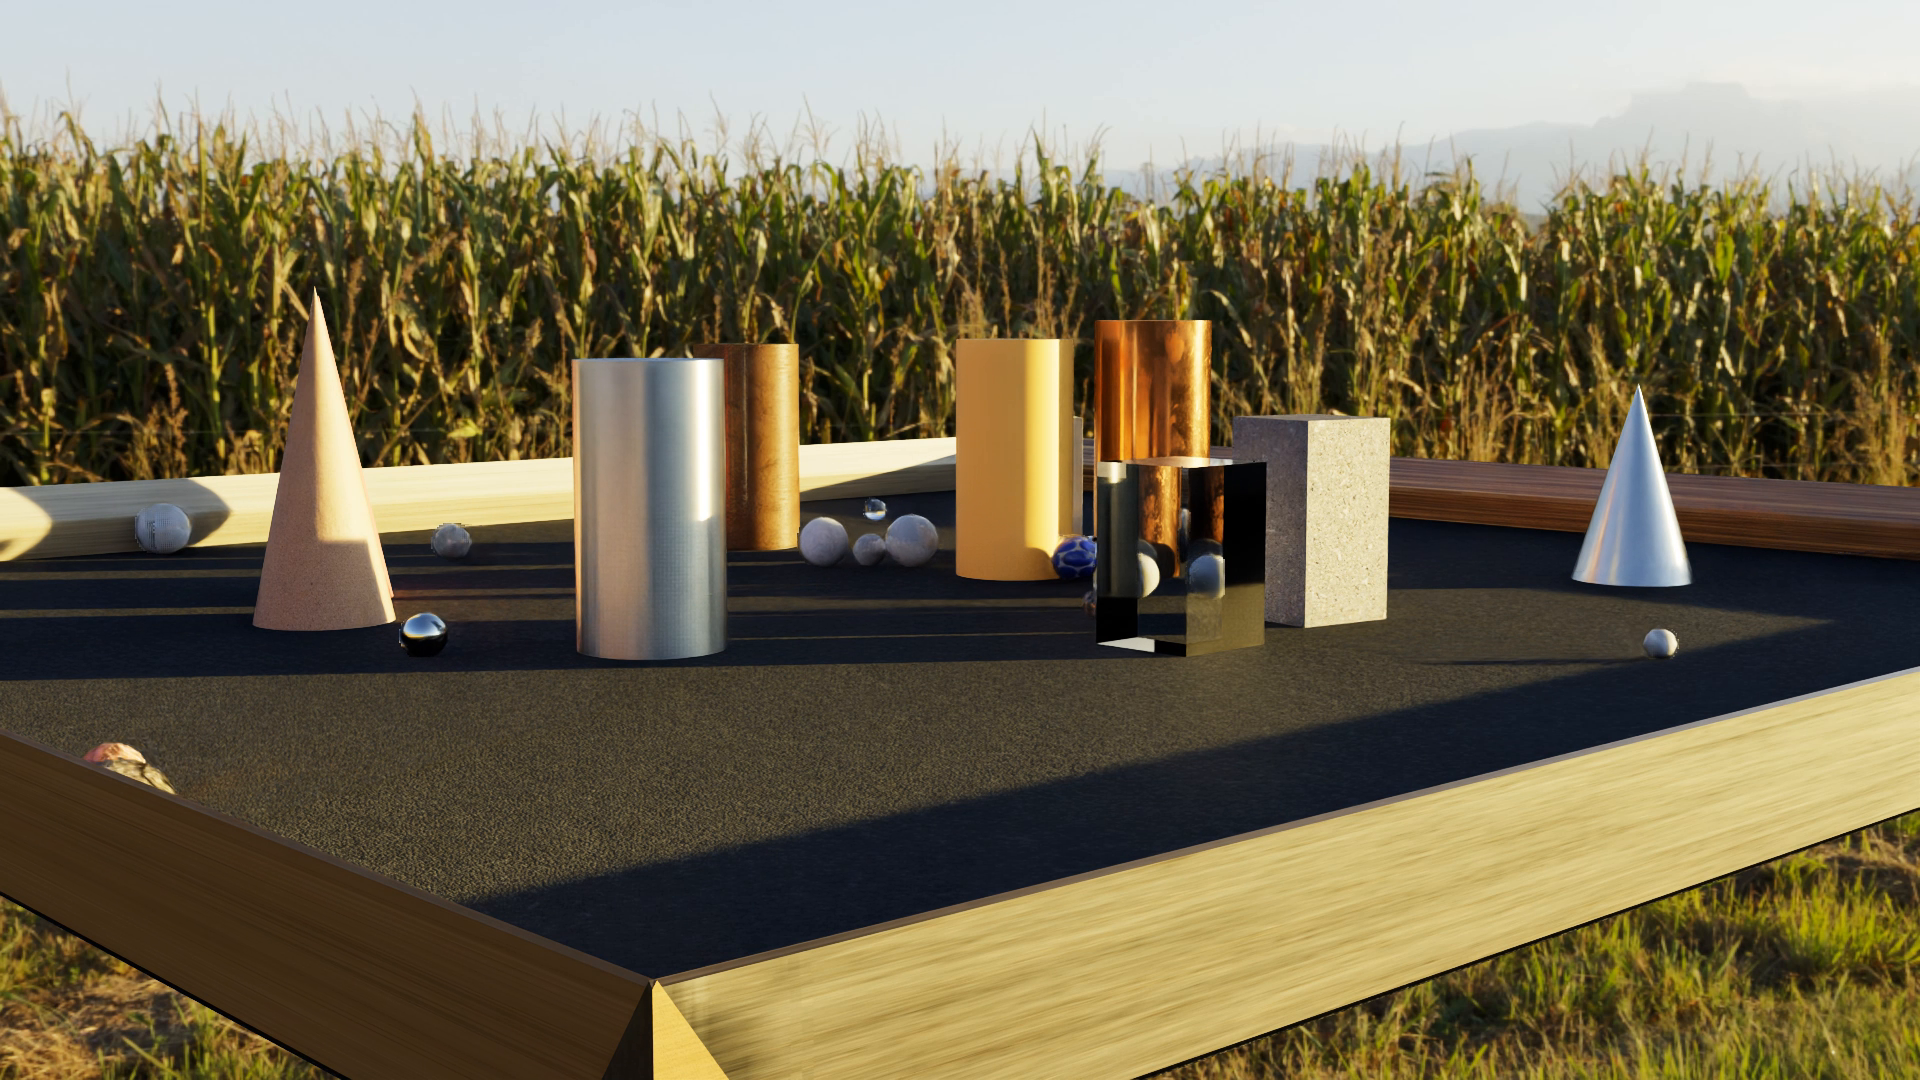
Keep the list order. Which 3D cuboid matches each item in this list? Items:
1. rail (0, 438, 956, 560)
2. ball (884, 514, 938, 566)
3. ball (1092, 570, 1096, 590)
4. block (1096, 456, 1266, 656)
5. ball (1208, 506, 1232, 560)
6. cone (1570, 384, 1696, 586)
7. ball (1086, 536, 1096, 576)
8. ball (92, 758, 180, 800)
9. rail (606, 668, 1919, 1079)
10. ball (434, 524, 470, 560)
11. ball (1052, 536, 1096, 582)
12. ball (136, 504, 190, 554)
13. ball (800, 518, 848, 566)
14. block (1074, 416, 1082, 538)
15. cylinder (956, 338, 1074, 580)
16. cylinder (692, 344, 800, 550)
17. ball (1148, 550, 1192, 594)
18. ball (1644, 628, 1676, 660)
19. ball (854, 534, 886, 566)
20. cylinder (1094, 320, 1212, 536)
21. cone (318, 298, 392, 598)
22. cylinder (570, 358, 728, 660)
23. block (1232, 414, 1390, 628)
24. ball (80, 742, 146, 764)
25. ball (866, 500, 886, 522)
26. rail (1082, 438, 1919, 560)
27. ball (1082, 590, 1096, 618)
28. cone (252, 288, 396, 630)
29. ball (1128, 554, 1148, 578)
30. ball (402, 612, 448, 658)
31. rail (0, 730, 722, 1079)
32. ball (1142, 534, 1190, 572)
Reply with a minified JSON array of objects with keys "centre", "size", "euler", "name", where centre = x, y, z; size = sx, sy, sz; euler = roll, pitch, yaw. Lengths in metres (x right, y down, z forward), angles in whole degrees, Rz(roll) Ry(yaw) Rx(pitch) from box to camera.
[{"centre":[-1.067,-0.086,4.482],"size":[3.339,0.129,0.045],"euler":[-5,8,-42],"name":"rail"},{"centre":[-0.085,0.001,3.835],"size":[0.092,0.092,0.092],"euler":[0,6,0],"name":"ball"},{"centre":[0.242,0.060,3.299],"size":[0.086,0.086,0.086],"euler":[0,6,0],"name":"ball"},{"centre":[0.295,0.018,2.937],"size":[0.159,0.245,0.159],"euler":[-6,8,-43],"name":"block"},{"centre":[0.446,-0.013,3.950],"size":[0.096,0.096,0.096],"euler":[0,6,0],"name":"ball"},{"centre":[1.120,-0.097,3.646],"size":[0.199,0.325,0.199],"euler":[0,6,0],"name":"cone"},{"centre":[0.222,0.027,3.707],"size":[0.067,0.067,0.067],"euler":[0,6,0],"name":"ball"},{"centre":[-0.663,0.219,1.733],"size":[0.094,0.094,0.094],"euler":[0,6,0],"name":"ball"},{"centre":[1.067,0.153,2.182],"size":[3.339,0.129,0.045],"euler":[-5,8,-42],"name":"rail"},{"centre":[-0.908,0.005,3.932],"size":[0.064,0.064,0.064],"euler":[0,6,0],"name":"ball"},{"centre":[0.189,0.032,3.621],"size":[0.075,0.075,0.075],"euler":[0,6,0],"name":"ball"},{"centre":[-1.460,-0.020,4.032],"size":[0.094,0.094,0.094],"euler":[0,6,0],"name":"ball"},{"centre":[-0.237,0.004,3.836],"size":[0.086,0.086,0.086],"euler":[0,6,0],"name":"ball"},{"centre":[0.129,-0.102,4.046],"size":[0.159,0.252,0.159],"euler":[-1,6,-10],"name":"block"},{"centre":[0.093,-0.140,3.719],"size":[0.199,0.397,0.199],"euler":[0,6,0],"name":"cylinder"},{"centre":[-0.405,-0.180,4.174],"size":[0.199,0.382,0.199],"euler":[0,6,0],"name":"cylinder"},{"centre":[0.331,0.050,3.471],"size":[0.069,0.069,0.069],"euler":[0,6,0],"name":"ball"},{"centre":[0.896,0.133,2.813],"size":[0.041,0.041,0.041],"euler":[0,6,0],"name":"ball"},{"centre":[-0.157,0.017,3.844],"size":[0.057,0.057,0.057],"euler":[0,6,0],"name":"ball"},{"centre":[0.329,-0.161,3.767],"size":[0.199,0.428,0.199],"euler":[0,6,0],"name":"cylinder"},{"centre":[-0.986,-0.143,3.402],"size":[0.199,0.469,0.199],"euler":[0,6,0],"name":"cone"},{"centre":[-0.408,-0.046,2.895],"size":[0.199,0.381,0.199],"euler":[0,6,0],"name":"cylinder"},{"centre":[0.508,-0.033,3.196],"size":[0.159,0.291,0.159],"euler":[-4,7,-34],"name":"block"},{"centre":[-0.753,0.212,1.952],"size":[0.063,0.063,0.063],"euler":[0,6,0],"name":"ball"},{"centre":[-0.179,-0.063,4.673],"size":[0.046,0.046,0.046],"euler":[0,6,0],"name":"ball"},{"centre":[1.210,-0.082,4.442],"size":[0.045,0.129,3.193],"euler":[-5,8,-42],"name":"rail"},{"centre":[0.198,0.093,3.194],"size":[0.042,0.042,0.042],"euler":[0,6,0],"name":"ball"},{"centre":[-0.916,-0.122,3.146],"size":[0.199,0.479,0.199],"euler":[0,6,0],"name":"cone"},{"centre":[0.301,0.044,3.672],"size":[0.040,0.040,0.040],"euler":[0,6,0],"name":"ball"},{"centre":[-0.688,0.123,2.829],"size":[0.058,0.058,0.058],"euler":[0,6,0],"name":"ball"},{"centre":[-1.210,0.149,2.222],"size":[0.045,0.129,3.193],"euler":[-5,8,-42],"name":"rail"},{"centre":[0.339,0.029,3.628],"size":[0.078,0.078,0.078],"euler":[0,6,0],"name":"ball"}]
